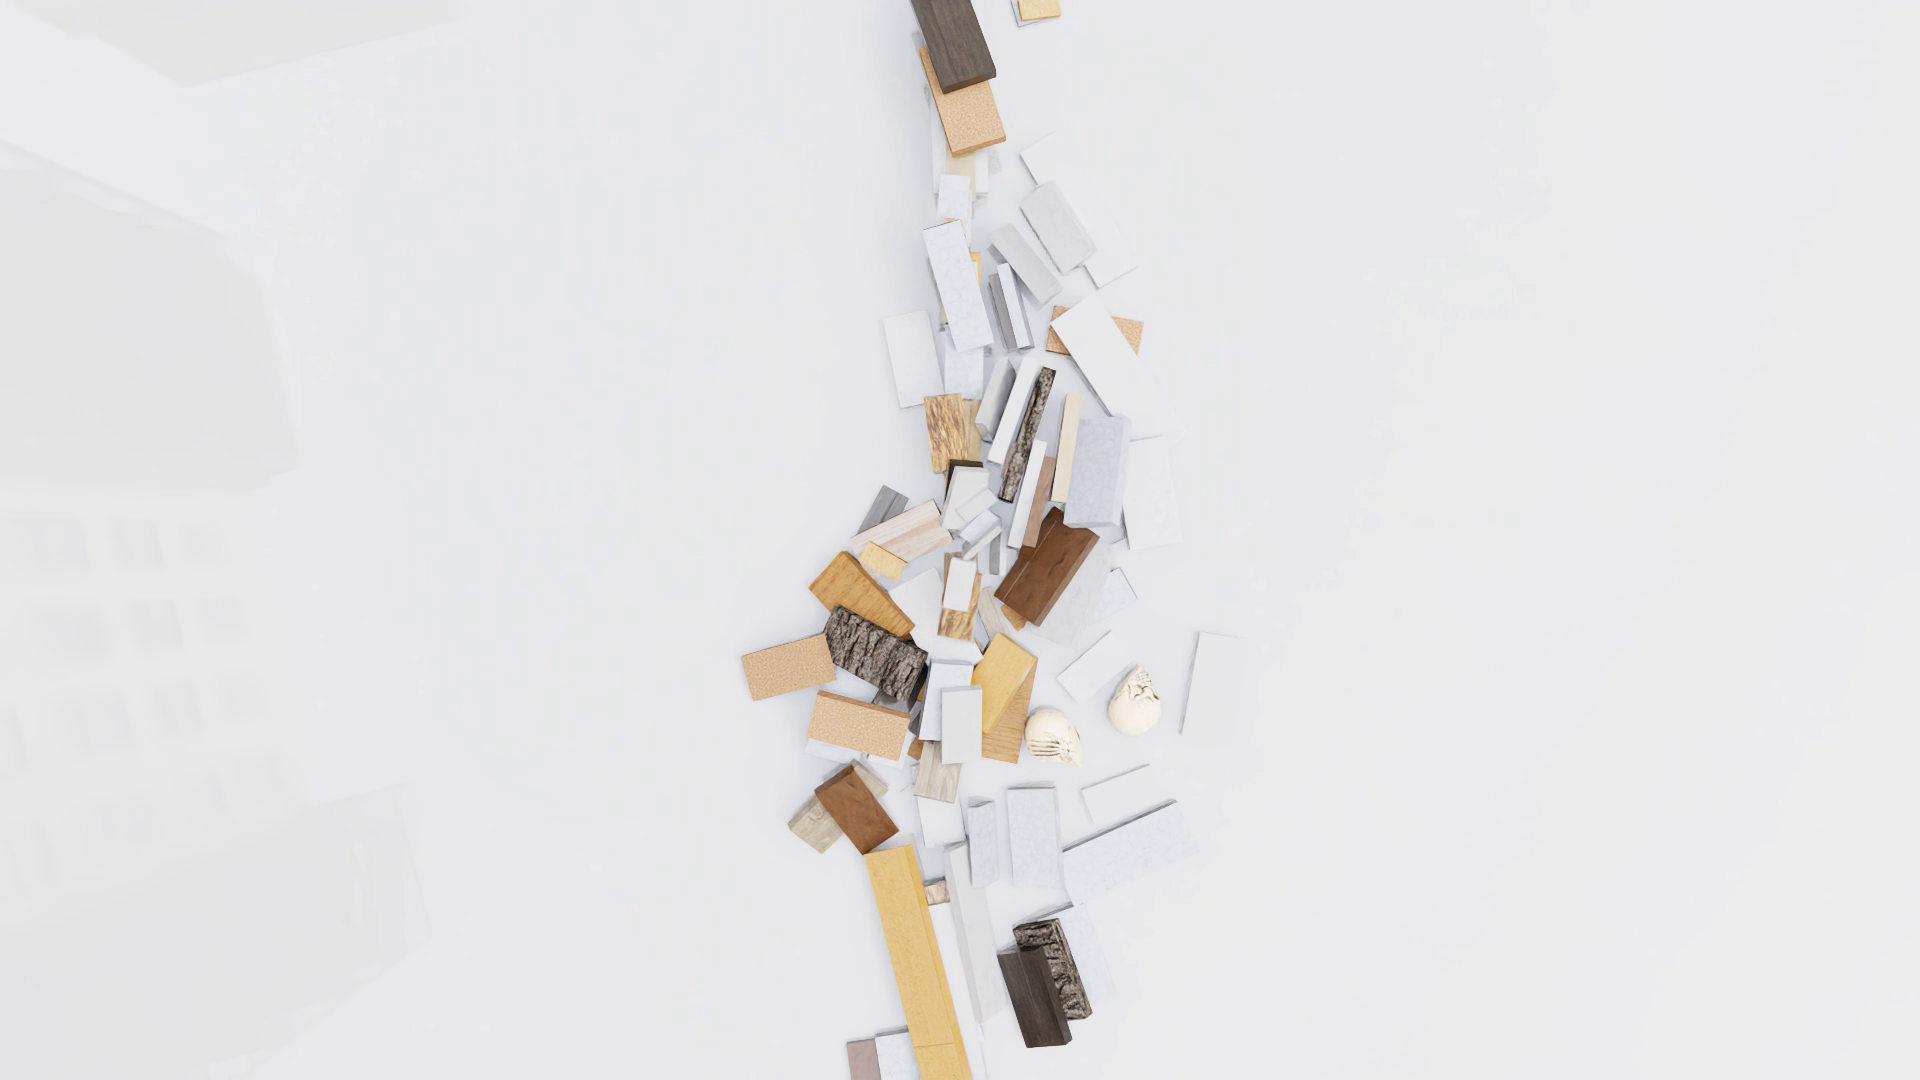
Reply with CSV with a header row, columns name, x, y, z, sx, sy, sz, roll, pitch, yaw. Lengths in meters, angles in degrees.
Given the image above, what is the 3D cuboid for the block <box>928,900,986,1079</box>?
name,x,y,z,sx,sy,sz,roll,pitch,yaw
block,0.010,1.632,5.415,0.099,0.028,0.891,-11,90,0

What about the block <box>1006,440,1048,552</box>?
name,x,y,z,sx,sy,sz,roll,pitch,yaw
block,0.219,-0.145,5.411,0.044,0.155,0.355,14,86,1

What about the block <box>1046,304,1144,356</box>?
name,x,y,z,sx,sy,sz,roll,pitch,yaw
block,0.447,-0.676,5.479,0.302,0.043,0.151,11,90,0

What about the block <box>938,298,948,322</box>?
name,x,y,z,sx,sy,sz,roll,pitch,yaw
block,-0.037,-0.764,5.344,0.057,0.016,0.113,7,101,-2

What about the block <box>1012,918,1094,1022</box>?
name,x,y,z,sx,sy,sz,roll,pitch,yaw
block,0.304,1.420,5.430,0.166,0.047,0.331,-20,90,37

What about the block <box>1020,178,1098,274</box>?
name,x,y,z,sx,sy,sz,roll,pitch,yaw
block,0.325,-1.034,5.442,0.139,0.039,0.277,-32,90,38

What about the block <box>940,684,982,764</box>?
name,x,y,z,sx,sy,sz,roll,pitch,yaw
block,0.003,0.599,5.352,0.130,0.037,0.260,-4,112,-10

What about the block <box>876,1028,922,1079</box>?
name,x,y,z,sx,sy,sz,roll,pitch,yaw
block,-0.163,1.861,5.477,0.166,0.047,0.463,-9,90,0

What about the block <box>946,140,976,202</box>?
name,x,y,z,sx,sy,sz,roll,pitch,yaw
block,0.001,-1.291,5.347,0.096,0.027,0.384,0,95,0

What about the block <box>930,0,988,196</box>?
name,x,y,z,sx,sy,sz,roll,pitch,yaw
block,-0.009,-1.565,5.363,0.180,0.051,0.865,-2,95,0

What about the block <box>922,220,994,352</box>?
name,x,y,z,sx,sy,sz,roll,pitch,yaw
block,-0.005,-0.811,5.276,0.125,0.035,0.404,-16,106,4

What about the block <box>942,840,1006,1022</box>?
name,x,y,z,sx,sy,sz,roll,pitch,yaw
block,0.048,1.283,5.419,0.037,0.130,0.572,-8,95,39

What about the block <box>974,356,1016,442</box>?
name,x,y,z,sx,sy,sz,roll,pitch,yaw
block,0.118,-0.462,5.399,0.035,0.125,0.250,13,70,21

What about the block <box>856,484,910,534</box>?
name,x,y,z,sx,sy,sz,roll,pitch,yaw
block,-0.258,-0.077,5.486,0.097,0.028,0.194,29,90,0

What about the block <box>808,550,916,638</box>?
name,x,y,z,sx,sy,sz,roll,pitch,yaw
block,-0.324,0.218,5.417,0.344,0.049,0.172,46,105,13

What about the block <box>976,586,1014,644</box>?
name,x,y,z,sx,sy,sz,roll,pitch,yaw
block,0.122,0.295,5.456,0.072,0.020,0.283,-21,78,-7

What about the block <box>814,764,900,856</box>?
name,x,y,z,sx,sy,sz,roll,pitch,yaw
block,-0.337,0.887,5.409,0.148,0.042,0.297,-34,118,-2

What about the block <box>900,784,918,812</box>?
name,x,y,z,sx,sy,sz,roll,pitch,yaw
block,-0.148,0.862,5.493,0.049,0.014,0.098,-41,90,0

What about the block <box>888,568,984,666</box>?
name,x,y,z,sx,sy,sz,roll,pitch,yaw
block,-0.077,0.281,5.408,0.172,0.049,0.344,-29,77,-1

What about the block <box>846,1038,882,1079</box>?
name,x,y,z,sx,sy,sz,roll,pitch,yaw
block,-0.314,1.765,5.486,0.099,0.028,0.199,-8,90,0

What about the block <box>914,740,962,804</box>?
name,x,y,z,sx,sy,sz,roll,pitch,yaw
block,-0.060,0.720,5.438,0.137,0.039,0.274,11,71,0

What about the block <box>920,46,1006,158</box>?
name,x,y,z,sx,sy,sz,roll,pitch,yaw
block,0.008,-1.427,5.286,0.180,0.051,0.359,-17,84,-2

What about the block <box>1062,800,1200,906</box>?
name,x,y,z,sx,sy,sz,roll,pitch,yaw
block,0.548,1.039,5.475,0.452,0.050,0.178,-24,90,0

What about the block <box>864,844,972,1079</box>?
name,x,y,z,sx,sy,sz,roll,pitch,yaw
block,-0.119,1.467,5.399,0.162,0.046,0.934,-16,88,28

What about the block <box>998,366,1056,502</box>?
name,x,y,z,sx,sy,sz,roll,pitch,yaw
block,0.221,-0.342,5.411,0.050,0.177,0.446,18,90,1

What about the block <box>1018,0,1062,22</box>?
name,x,y,z,sx,sy,sz,roll,pitch,yaw
block,0.263,-1.765,5.474,0.138,0.020,0.069,-11,89,-14

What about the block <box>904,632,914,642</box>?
name,x,y,z,sx,sy,sz,roll,pitch,yaw
block,-0.116,0.277,5.459,0.242,0.034,0.121,5,77,3

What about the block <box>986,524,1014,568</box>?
name,x,y,z,sx,sy,sz,roll,pitch,yaw
block,0.129,0.024,5.490,0.072,0.020,0.143,-16,90,0

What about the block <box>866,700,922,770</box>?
name,x,y,z,sx,sy,sz,roll,pitch,yaw
block,-0.215,0.626,5.466,0.121,0.034,0.242,17,91,-15

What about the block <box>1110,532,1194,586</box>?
name,x,y,z,sx,sy,sz,roll,pitch,yaw
block,0.607,0.047,5.479,0.297,0.042,0.149,-27,90,0

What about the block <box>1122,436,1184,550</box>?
name,x,y,z,sx,sy,sz,roll,pitch,yaw
block,0.616,-0.153,5.423,0.175,0.049,0.349,-10,92,3

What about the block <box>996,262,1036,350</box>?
name,x,y,z,sx,sy,sz,roll,pitch,yaw
block,0.185,-0.766,5.428,0.039,0.139,0.277,-15,90,11

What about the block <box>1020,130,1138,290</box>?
name,x,y,z,sx,sy,sz,roll,pitch,yaw
block,0.394,-1.096,5.479,0.151,0.043,0.518,-30,90,0

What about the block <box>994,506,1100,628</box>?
name,x,y,z,sx,sy,sz,roll,pitch,yaw
block,0.285,0.087,5.425,0.180,0.051,0.359,36,93,30

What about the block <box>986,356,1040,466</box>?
name,x,y,z,sx,sy,sz,roll,pitch,yaw
block,0.172,-0.420,5.411,0.050,0.177,0.355,20,90,0

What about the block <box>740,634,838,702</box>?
name,x,y,z,sx,sy,sz,roll,pitch,yaw
block,-0.563,0.420,5.411,0.311,0.044,0.156,-16,90,26

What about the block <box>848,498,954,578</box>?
name,x,y,z,sx,sy,sz,roll,pitch,yaw
block,-0.193,-0.002,5.440,0.311,0.044,0.155,-25,97,7

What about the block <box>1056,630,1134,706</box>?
name,x,y,z,sx,sy,sz,roll,pitch,yaw
block,0.451,0.424,5.483,0.242,0.034,0.121,-41,90,0

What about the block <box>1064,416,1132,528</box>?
name,x,y,z,sx,sy,sz,roll,pitch,yaw
block,0.449,-0.220,5.365,0.180,0.051,0.359,-2,72,35

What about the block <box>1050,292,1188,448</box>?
name,x,y,z,sx,sy,sz,roll,pitch,yaw
block,0.526,-0.532,5.439,0.175,0.049,0.562,-34,96,6

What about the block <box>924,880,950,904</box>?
name,x,y,z,sx,sy,sz,roll,pitch,yaw
block,-0.050,1.257,5.446,0.126,0.036,0.252,-14,90,0

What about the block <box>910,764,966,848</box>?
name,x,y,z,sx,sy,sz,roll,pitch,yaw
block,-0.072,0.872,5.471,0.137,0.039,0.274,-10,90,-9

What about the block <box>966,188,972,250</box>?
name,x,y,z,sx,sy,sz,roll,pitch,yaw
block,-0.013,-1.034,5.312,0.096,0.027,0.193,2,84,1

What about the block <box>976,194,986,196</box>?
name,x,y,z,sx,sy,sz,roll,pitch,yaw
block,0.005,-1.294,5.434,0.155,0.044,0.310,-1,95,0

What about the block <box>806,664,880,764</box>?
name,x,y,z,sx,sy,sz,roll,pitch,yaw
block,-0.376,0.552,5.447,0.178,0.050,0.356,16,90,0

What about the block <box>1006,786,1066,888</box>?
name,x,y,z,sx,sy,sz,roll,pitch,yaw
block,0.250,0.982,5.446,0.162,0.046,0.325,-4,90,24

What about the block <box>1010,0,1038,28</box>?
name,x,y,z,sx,sy,sz,roll,pitch,yaw
block,0.209,-1.783,5.490,0.069,0.020,0.138,-16,90,0

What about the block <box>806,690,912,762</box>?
name,x,y,z,sx,sy,sz,roll,pitch,yaw
block,-0.330,0.606,5.377,0.311,0.044,0.156,15,108,0

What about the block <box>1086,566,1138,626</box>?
name,x,y,z,sx,sy,sz,roll,pitch,yaw
block,0.452,0.199,5.455,0.242,0.034,0.121,-29,91,14
